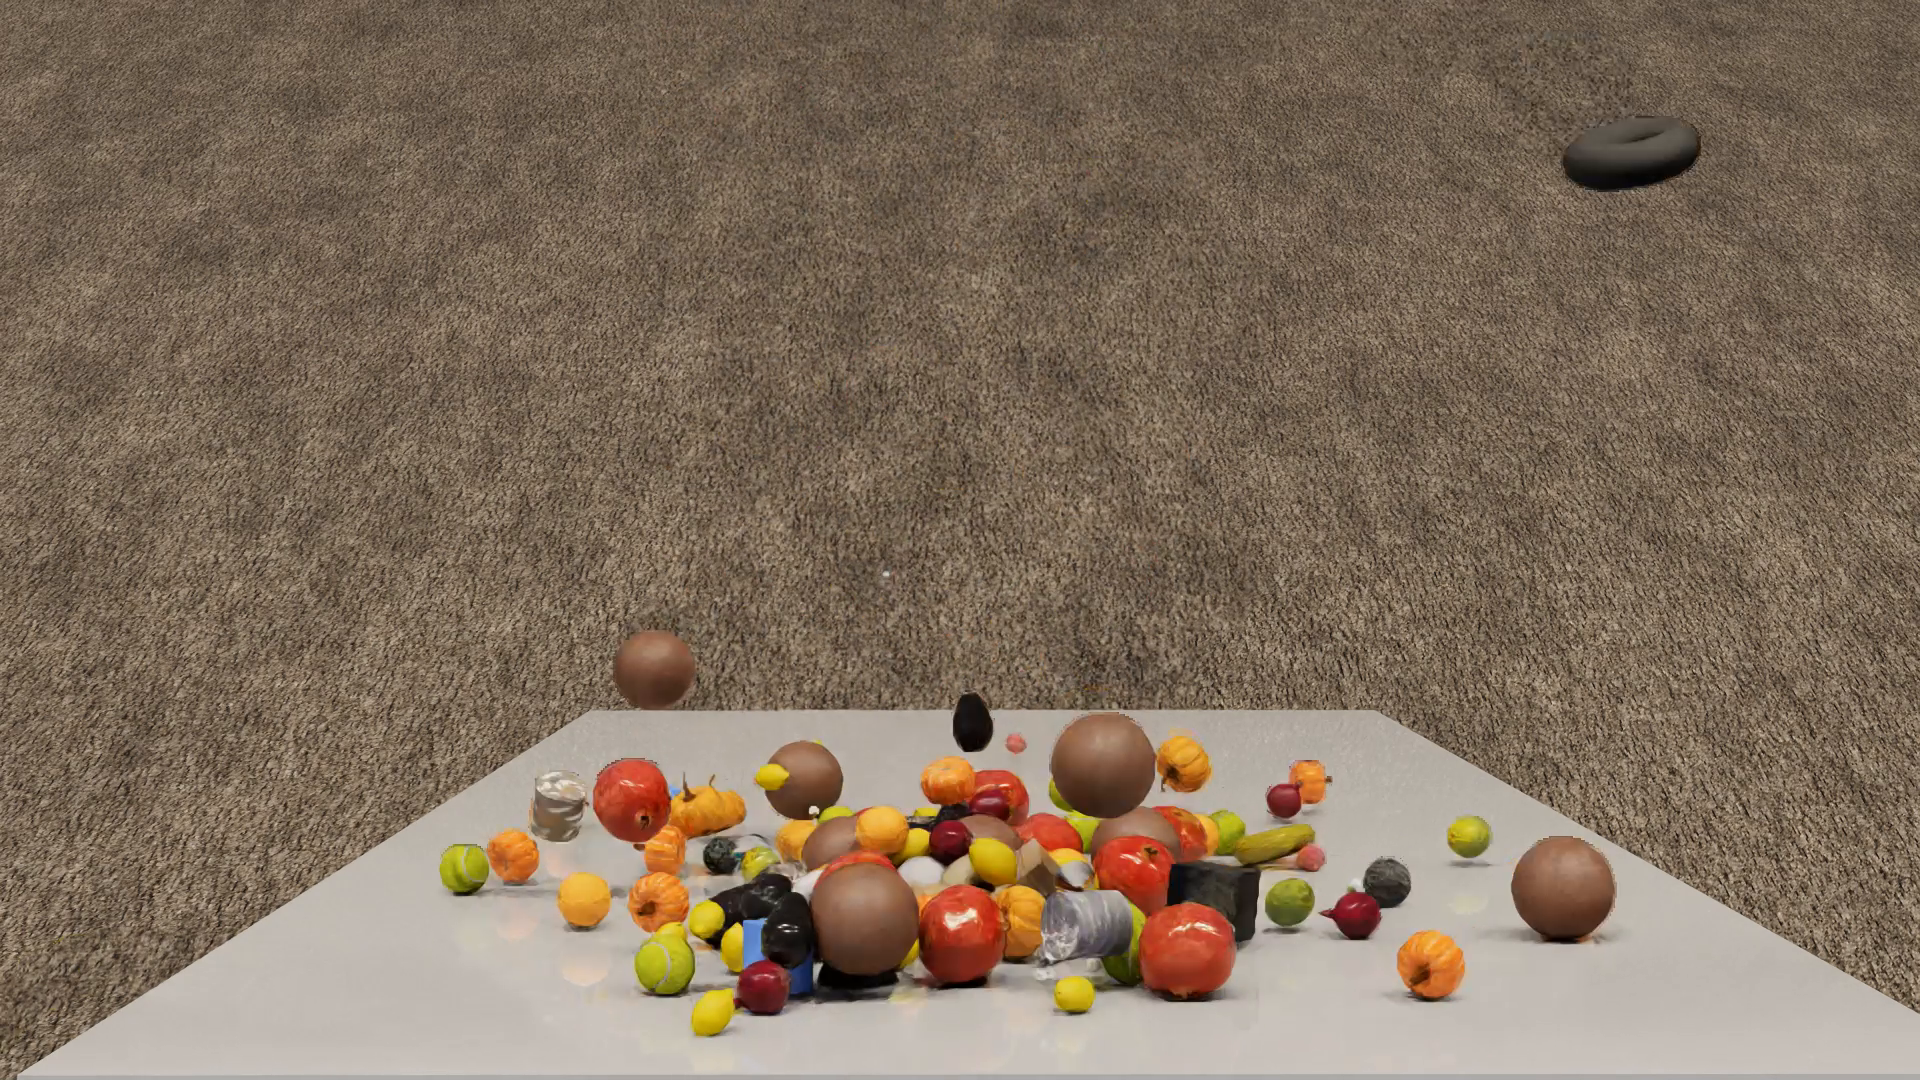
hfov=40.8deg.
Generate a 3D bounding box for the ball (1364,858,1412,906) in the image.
[{"bbox_3d":[0.591,0.474,3.569,0.066,0.066,0.066,0,26,0],"label":"ball"}]

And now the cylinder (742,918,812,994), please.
[{"bbox_3d":[-0.210,0.479,2.969,0.080,0.080,0.080,-1,-4,0],"label":"cylinder"}]

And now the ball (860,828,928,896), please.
[{"bbox_3d":[-0.092,0.457,3.660,0.097,0.097,0.097,0,26,0],"label":"ball"}]

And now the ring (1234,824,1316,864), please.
[{"bbox_3d":[0.480,0.465,3.937,0.128,0.043,0.128,-14,-10,-2],"label":"ring"}]

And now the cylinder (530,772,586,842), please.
[{"bbox_3d":[-0.565,0.376,3.626,0.070,0.070,0.070,11,27,-6],"label":"cylinder"}]

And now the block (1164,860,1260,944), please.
[{"bbox_3d":[0.319,0.456,3.256,0.087,0.087,0.087,6,0,29],"label":"block"}]

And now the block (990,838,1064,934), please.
[{"bbox_3d":[0.093,0.444,3.314,0.072,0.072,0.072,-37,19,7],"label":"block"}]

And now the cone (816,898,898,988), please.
[{"bbox_3d":[-0.122,0.471,3.046,0.098,0.098,0.098,0,1,0],"label":"cone"}]

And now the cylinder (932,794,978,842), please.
[{"bbox_3d":[-0.008,0.425,3.947,0.053,0.053,0.053,29,2,-1],"label":"cylinder"}]

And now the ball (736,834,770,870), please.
[{"bbox_3d":[-0.314,0.472,3.902,0.055,0.055,0.055,0,26,0],"label":"ball"}]

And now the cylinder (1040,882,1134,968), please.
[{"bbox_3d":[0.147,0.445,2.981,0.077,0.077,0.077,-19,31,-27],"label":"cylinder"}]

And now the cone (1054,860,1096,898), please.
[{"bbox_3d":[0.142,0.417,3.105,0.050,0.050,0.050,-3,11,-5],"label":"cone"}]

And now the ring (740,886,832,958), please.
[{"bbox_3d":[-0.215,0.471,3.183,0.126,0.126,0.042,20,67,35],"label":"ring"}]

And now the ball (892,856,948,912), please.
[{"bbox_3d":[-0.050,0.468,3.471,0.085,0.085,0.085,0,26,0],"label":"ball"}]

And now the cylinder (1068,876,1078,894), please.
[{"bbox_3d":[0.122,0.479,3.450,0.052,0.052,0.052,22,29,38],"label":"cylinder"}]

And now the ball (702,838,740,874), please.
[{"bbox_3d":[-0.358,0.473,3.866,0.054,0.054,0.054,0,26,0],"label":"ball"}]

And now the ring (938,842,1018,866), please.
[{"bbox_3d":[0.033,0.479,3.851,0.131,0.044,0.131,0,0,0],"label":"ring"}]

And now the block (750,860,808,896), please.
[{"bbox_3d":[-0.237,0.470,3.454,0.058,0.058,0.058,-2,60,-36],"label":"block"}]

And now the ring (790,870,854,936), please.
[{"bbox_3d":[-0.180,0.468,3.305,0.098,0.098,0.033,-17,26,-31],"label":"ring"}]

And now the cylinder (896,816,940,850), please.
[{"bbox_3d":[-0.067,0.466,4.105,0.054,0.054,0.054,-1,24,19],"label":"cylinder"}]

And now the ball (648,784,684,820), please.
[{"bbox_3d":[-0.508,0.455,4.466,0.062,0.062,0.062,0,26,0],"label":"ball"}]

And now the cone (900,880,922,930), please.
[{"bbox_3d":[-0.055,0.473,3.398,0.060,0.060,0.060,-10,17,3],"label":"cone"}]

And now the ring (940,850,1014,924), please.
[{"bbox_3d":[0.032,0.460,3.408,0.123,0.041,0.123,-5,37,4],"label":"ring"}]

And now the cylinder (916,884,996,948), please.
[{"bbox_3d":[-0.005,0.477,3.279,0.074,0.074,0.074,1,23,33],"label":"cylinder"}]

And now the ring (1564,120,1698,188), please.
[{"bbox_3d":[0.545,-0.314,2.095,0.108,0.036,0.108,-12,20,4],"label":"ring"}]

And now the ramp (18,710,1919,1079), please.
[{"bbox_3d":[0.059,0.533,4.569,2.000,0.100,4.000,0,1,0],"label":"ramp"}]
